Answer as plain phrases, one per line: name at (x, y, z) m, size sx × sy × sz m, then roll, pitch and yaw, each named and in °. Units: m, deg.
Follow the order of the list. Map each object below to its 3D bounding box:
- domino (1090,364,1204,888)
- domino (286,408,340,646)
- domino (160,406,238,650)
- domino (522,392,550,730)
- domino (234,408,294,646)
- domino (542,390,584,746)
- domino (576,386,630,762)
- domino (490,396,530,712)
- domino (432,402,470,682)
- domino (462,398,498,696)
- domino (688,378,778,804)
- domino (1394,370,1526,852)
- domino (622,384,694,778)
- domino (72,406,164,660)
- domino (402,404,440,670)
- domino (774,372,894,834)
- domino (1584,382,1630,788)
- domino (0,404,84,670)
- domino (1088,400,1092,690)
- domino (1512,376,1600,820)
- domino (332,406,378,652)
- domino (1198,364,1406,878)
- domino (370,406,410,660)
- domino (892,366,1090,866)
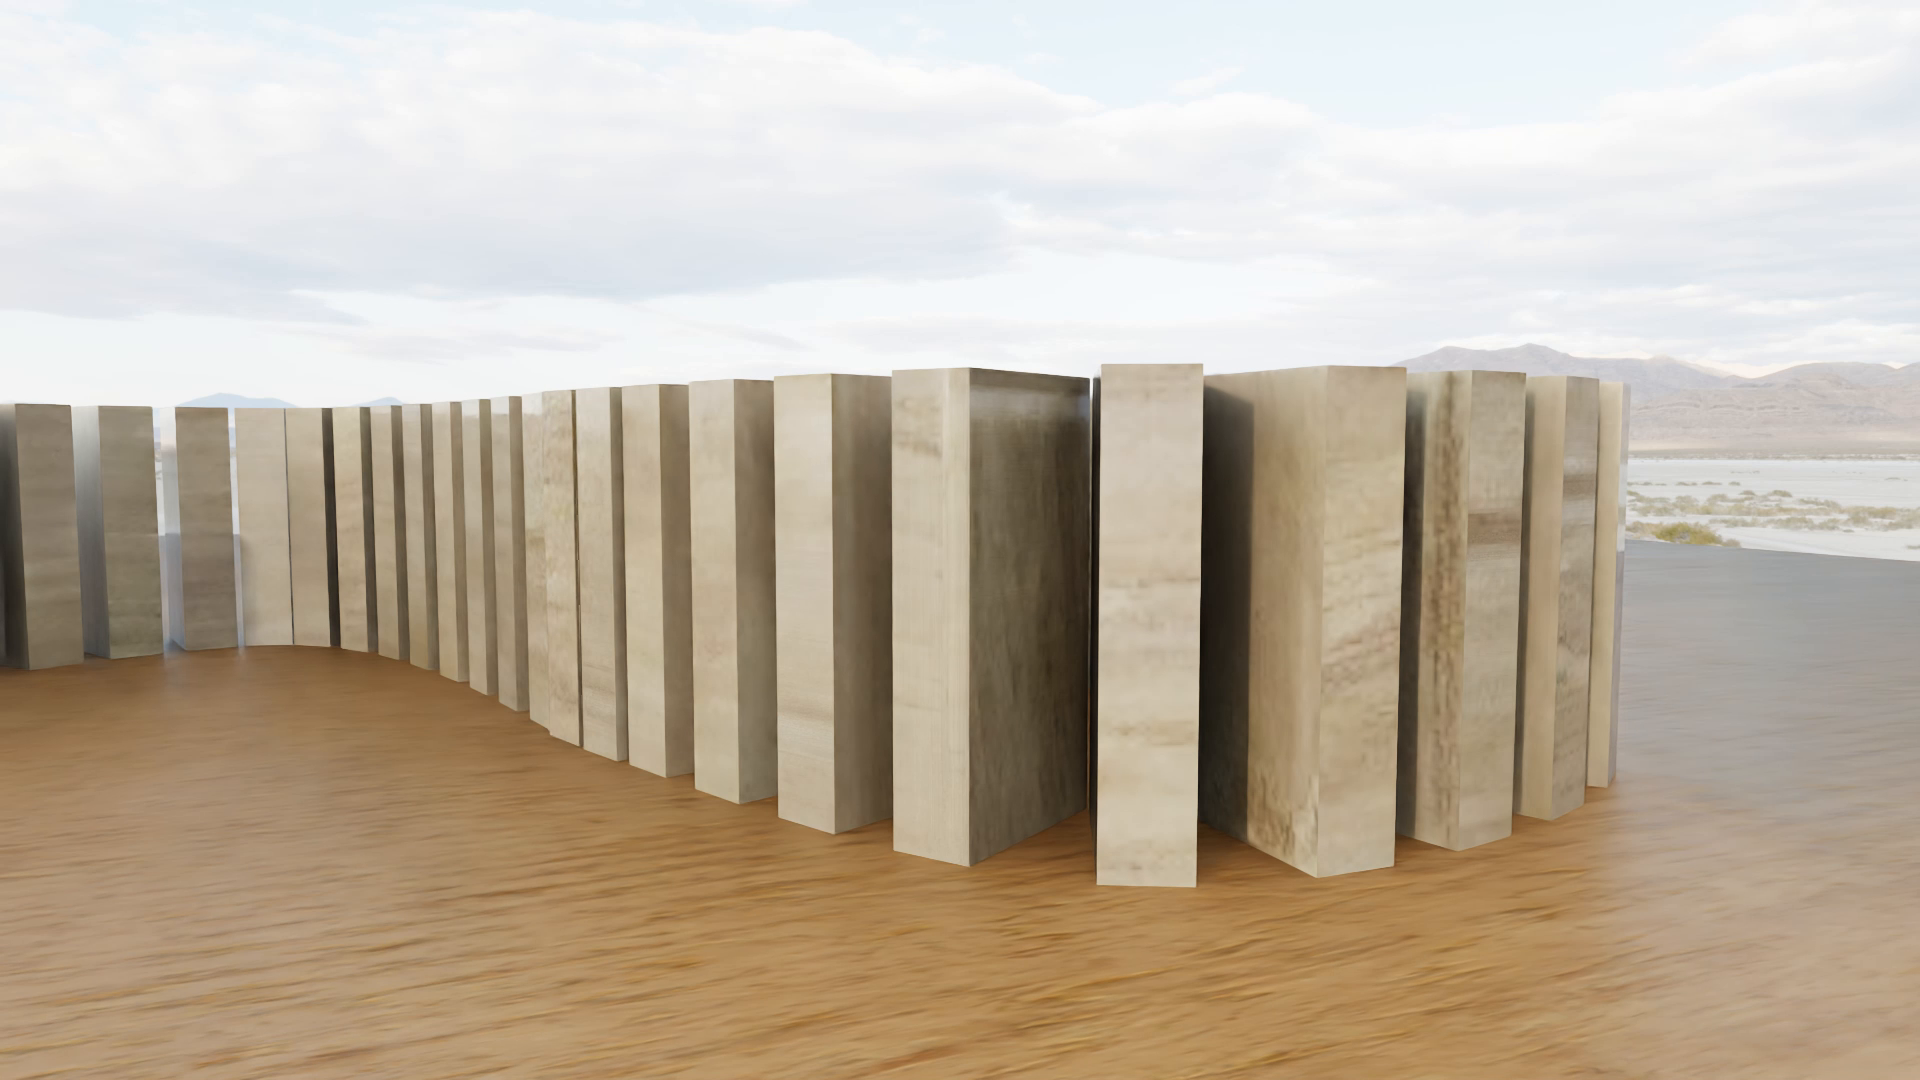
domino at (0.019, 0.007, 0.134) m, size 0.009 × 0.050 × 0.025 m, roll 0°, pitch 4°, yaw 4°
domino at (-0.133, -0.003, 0.280) m, size 0.010 × 0.050 × 0.025 m, roll 1°, pitch 5°, yaw 18°
domino at (-0.163, -0.003, 0.275) m, size 0.009 × 0.050 × 0.025 m, roll -3°, pitch 5°, yaw -38°
domino at (-0.054, 0.003, 0.200) m, size 0.025 × 0.050 × 0.010 m, roll -3°, pitch 5°, yaw -35°
domino at (-0.149, -0.004, 0.282) m, size 0.009 × 0.050 × 0.025 m, roll -1°, pitch 4°, yaw -11°
domino at (-0.047, 0.003, 0.191) m, size 0.025 × 0.050 × 0.010 m, roll -4°, pitch 6°, yaw -42°
domino at (-0.040, 0.004, 0.182) m, size 0.025 × 0.050 × 0.009 m, roll -4°, pitch 6°, yaw -43°
domino at (-0.063, 0.002, 0.214) m, size 0.025 × 0.050 × 0.009 m, roll -3°, pitch 5°, yaw -36°
domino at (-0.083, 0.000, 0.239) m, size 0.025 × 0.050 × 0.009 m, roll -4°, pitch 6°, yaw -40°
domino at (-0.073, 0.001, 0.227) m, size 0.025 × 0.050 × 0.010 m, roll -3°, pitch 5°, yaw -37°
domino at (-0.020, 0.005, 0.162) m, size 0.025 × 0.050 × 0.009 m, roll -4°, pitch 6°, yaw -44°
domino at (0.049, 0.007, 0.145) m, size 0.009 × 0.050 × 0.025 m, roll -3°, pitch 5°, yaw -34°
domino at (-0.032, 0.005, 0.174) m, size 0.025 × 0.050 × 0.010 m, roll -4°, pitch 6°, yaw -43°
domino at (-0.175, -0.002, 0.263) m, size 0.025 × 0.050 × 0.010 m, roll 3°, pitch 5°, yaw 39°
domino at (-0.094, -0.001, 0.251) m, size 0.025 × 0.050 × 0.009 m, roll -4°, pitch 6°, yaw -42°
domino at (-0.009, 0.006, 0.150) m, size 0.009 × 0.050 × 0.025 m, roll 4°, pitch 6°, yaw 42°
domino at (0.072, 0.005, 0.168) m, size 0.025 × 0.050 × 0.010 m, roll 3°, pitch 5°, yaw 33°
domino at (-0.184, -0.001, 0.250) m, size 0.025 × 0.050 × 0.010 m, roll 2°, pitch 5°, yaw 29°
domino at (0.013, 0.000, 0.229) m, size 0.009 × 0.050 × 0.025 m, roll -3°, pitch 5°, yaw -32°
domino at (0.062, 0.006, 0.155) m, size 0.009 × 0.050 × 0.025 m, roll -4°, pitch 6°, yaw -43°
domino at (-0.118, -0.003, 0.273) m, size 0.009 × 0.050 × 0.025 m, roll 3°, pitch 5°, yaw 33°
domino at (0.035, 0.007, 0.137) m, size 0.010 × 0.050 × 0.025 m, roll -2°, pitch 5°, yaw -22°
domino at (-0.105, -0.002, 0.263) m, size 0.009 × 0.050 × 0.025 m, roll 4°, pitch 6°, yaw 43°
domino at (0.004, 0.007, 0.140) m, size 0.010 × 0.050 × 0.025 m, roll 3°, pitch 5°, yaw 34°
